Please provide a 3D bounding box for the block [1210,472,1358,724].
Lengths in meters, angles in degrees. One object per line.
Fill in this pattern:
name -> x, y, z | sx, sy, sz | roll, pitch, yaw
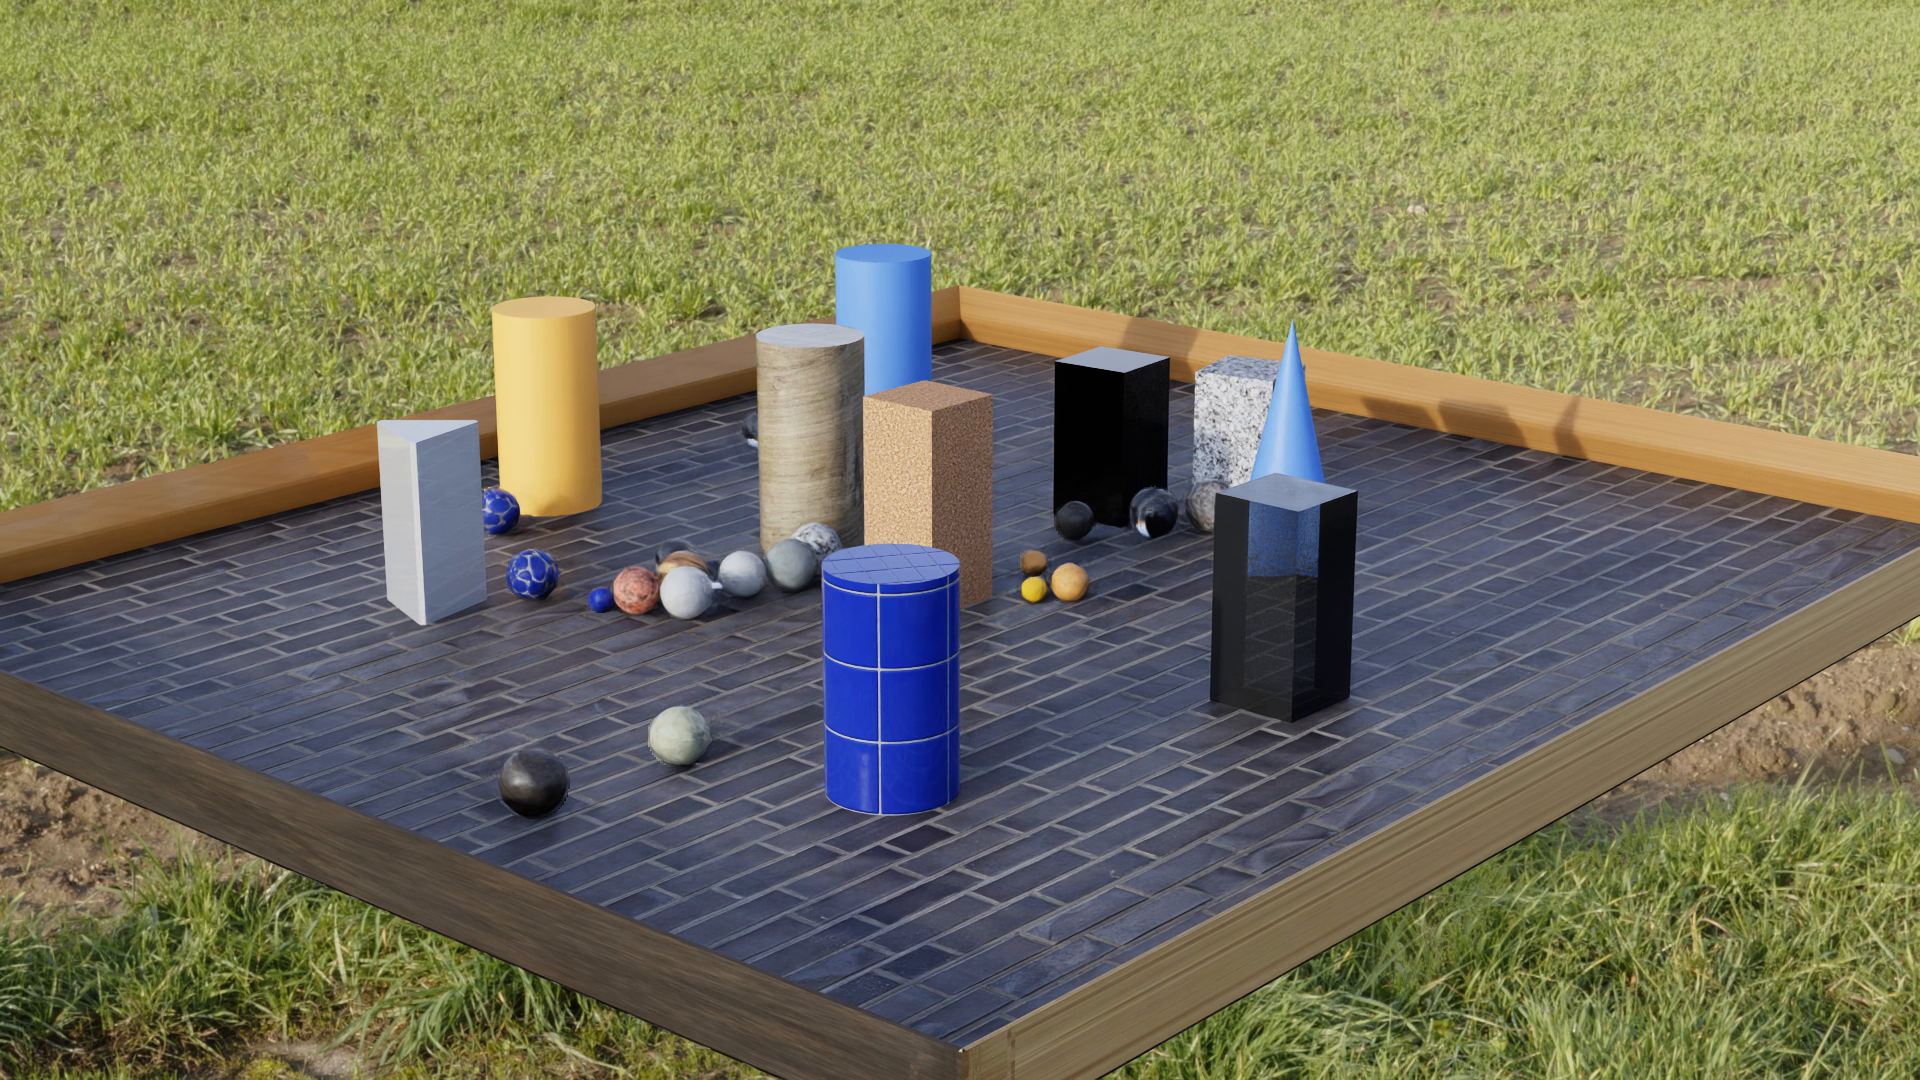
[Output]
block -> 0.504, 0.088, 4.572 | 0.157, 0.339, 0.157 | 15, 22, 40

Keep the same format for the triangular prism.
triangular prism -> -0.932, -0.040, 5.030 | 0.147, 0.320, 0.170 | 10, 19, 29

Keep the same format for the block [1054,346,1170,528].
block -> 0.288, -0.198, 5.587 | 0.157, 0.300, 0.157 | 12, 21, 35

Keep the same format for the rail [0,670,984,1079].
rail -> -0.980, 0.358, 4.039 | 2.645, 0.127, 0.045 | 14, 22, 39

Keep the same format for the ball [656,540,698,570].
ball -> -0.499, 0.039, 5.185 | 0.079, 0.079, 0.079 | 0, 17, 0

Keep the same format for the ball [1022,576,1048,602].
ball -> 0.129, 0.085, 5.086 | 0.047, 0.047, 0.047 | 0, 17, 0

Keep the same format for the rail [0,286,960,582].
rail -> -0.981, -0.214, 5.935 | 0.045, 0.127, 3.038 | 14, 22, 39

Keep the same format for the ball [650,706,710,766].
ball -> -0.414, 0.289, 4.336 | 0.089, 0.089, 0.089 | 0, 17, 0

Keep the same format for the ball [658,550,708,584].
ball -> -0.480, 0.062, 5.092 | 0.087, 0.087, 0.087 | 0, 17, 0

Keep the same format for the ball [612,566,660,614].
ball -> -0.553, 0.087, 5.019 | 0.083, 0.083, 0.083 | 0, 17, 0

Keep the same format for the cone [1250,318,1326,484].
cone -> 0.596, -0.188, 5.313 | 0.196, 0.438, 0.196 | 0, 17, 0

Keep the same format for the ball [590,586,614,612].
ball -> -0.616, 0.101, 5.041 | 0.042, 0.042, 0.042 | 0, 17, 0

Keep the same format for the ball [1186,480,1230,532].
ball -> 0.472, -0.063, 5.491 | 0.098, 0.098, 0.098 | 0, 17, 0

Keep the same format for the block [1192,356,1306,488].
block -> 0.548, -0.185, 5.562 | 0.157, 0.290, 0.157 | 9, 19, 28

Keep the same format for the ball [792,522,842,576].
ball -> -0.259, 0.016, 5.232 | 0.095, 0.095, 0.095 | 0, 17, 0

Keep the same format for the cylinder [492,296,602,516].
cylinder -> -0.793, -0.259, 5.639 | 0.196, 0.386, 0.196 | 0, 17, 0

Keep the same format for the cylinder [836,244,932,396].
cylinder -> -0.156, -0.386, 6.018 | 0.196, 0.411, 0.196 | 0, 17, 0

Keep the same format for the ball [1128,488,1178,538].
ball -> 0.359, -0.051, 5.455 | 0.094, 0.094, 0.094 | 0, 17, 0

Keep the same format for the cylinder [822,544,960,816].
cylinder -> -0.098, 0.198, 4.200 | 0.196, 0.343, 0.196 | 0, 17, 0

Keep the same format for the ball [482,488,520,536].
ball -> -0.865, -0.053, 5.474 | 0.087, 0.087, 0.087 | 0, 17, 0

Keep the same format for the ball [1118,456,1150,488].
ball -> 0.344, -0.134, 5.790 | 0.061, 0.061, 0.061 | 0, 17, 0

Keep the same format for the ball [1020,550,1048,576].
ball -> 0.132, 0.042, 5.229 | 0.048, 0.048, 0.048 | 0, 17, 0

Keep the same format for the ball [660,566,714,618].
ball -> -0.466, 0.089, 4.998 | 0.091, 0.091, 0.091 | 0, 17, 0

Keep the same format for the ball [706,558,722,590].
ball -> -0.430, 0.060, 5.158 | 0.054, 0.054, 0.054 | 0, 17, 0

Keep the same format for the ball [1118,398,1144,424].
ball -> 0.364, -0.275, 6.265 | 0.056, 0.056, 0.056 | 0, 17, 0

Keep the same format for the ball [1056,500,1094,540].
ball -> 0.214, -0.037, 5.451 | 0.071, 0.071, 0.071 | 0, 17, 0

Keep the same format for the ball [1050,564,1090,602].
ball -> 0.191, 0.074, 5.091 | 0.066, 0.066, 0.066 | 0, 17, 0

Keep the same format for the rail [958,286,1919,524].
rail -> 0.980, -0.294, 6.201 | 2.645, 0.127, 0.045 | 14, 22, 39

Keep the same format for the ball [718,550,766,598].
ball -> -0.380, 0.060, 5.110 | 0.082, 0.082, 0.082 | 0, 17, 0

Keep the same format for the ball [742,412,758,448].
ball -> -0.411, -0.227, 6.068 | 0.078, 0.078, 0.078 | 0, 17, 0

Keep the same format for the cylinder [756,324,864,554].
cylinder -> -0.271, -0.180, 5.360 | 0.196, 0.397, 0.196 | 0, 17, 0

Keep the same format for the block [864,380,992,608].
block -> -0.055, -0.072, 5.058 | 0.157, 0.365, 0.157 | 14, 22, 39

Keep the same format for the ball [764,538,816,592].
ball -> -0.297, 0.044, 5.145 | 0.092, 0.092, 0.092 | 0, 17, 0

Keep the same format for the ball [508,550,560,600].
ball -> -0.741, 0.060, 5.099 | 0.088, 0.088, 0.088 | 0, 17, 0

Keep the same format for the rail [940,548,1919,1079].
rail -> 0.981, 0.278, 4.305 | 0.045, 0.127, 3.038 | 14, 22, 39

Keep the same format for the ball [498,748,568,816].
ball -> -0.604, 0.343, 4.146 | 0.097, 0.097, 0.097 | 0, 17, 0
